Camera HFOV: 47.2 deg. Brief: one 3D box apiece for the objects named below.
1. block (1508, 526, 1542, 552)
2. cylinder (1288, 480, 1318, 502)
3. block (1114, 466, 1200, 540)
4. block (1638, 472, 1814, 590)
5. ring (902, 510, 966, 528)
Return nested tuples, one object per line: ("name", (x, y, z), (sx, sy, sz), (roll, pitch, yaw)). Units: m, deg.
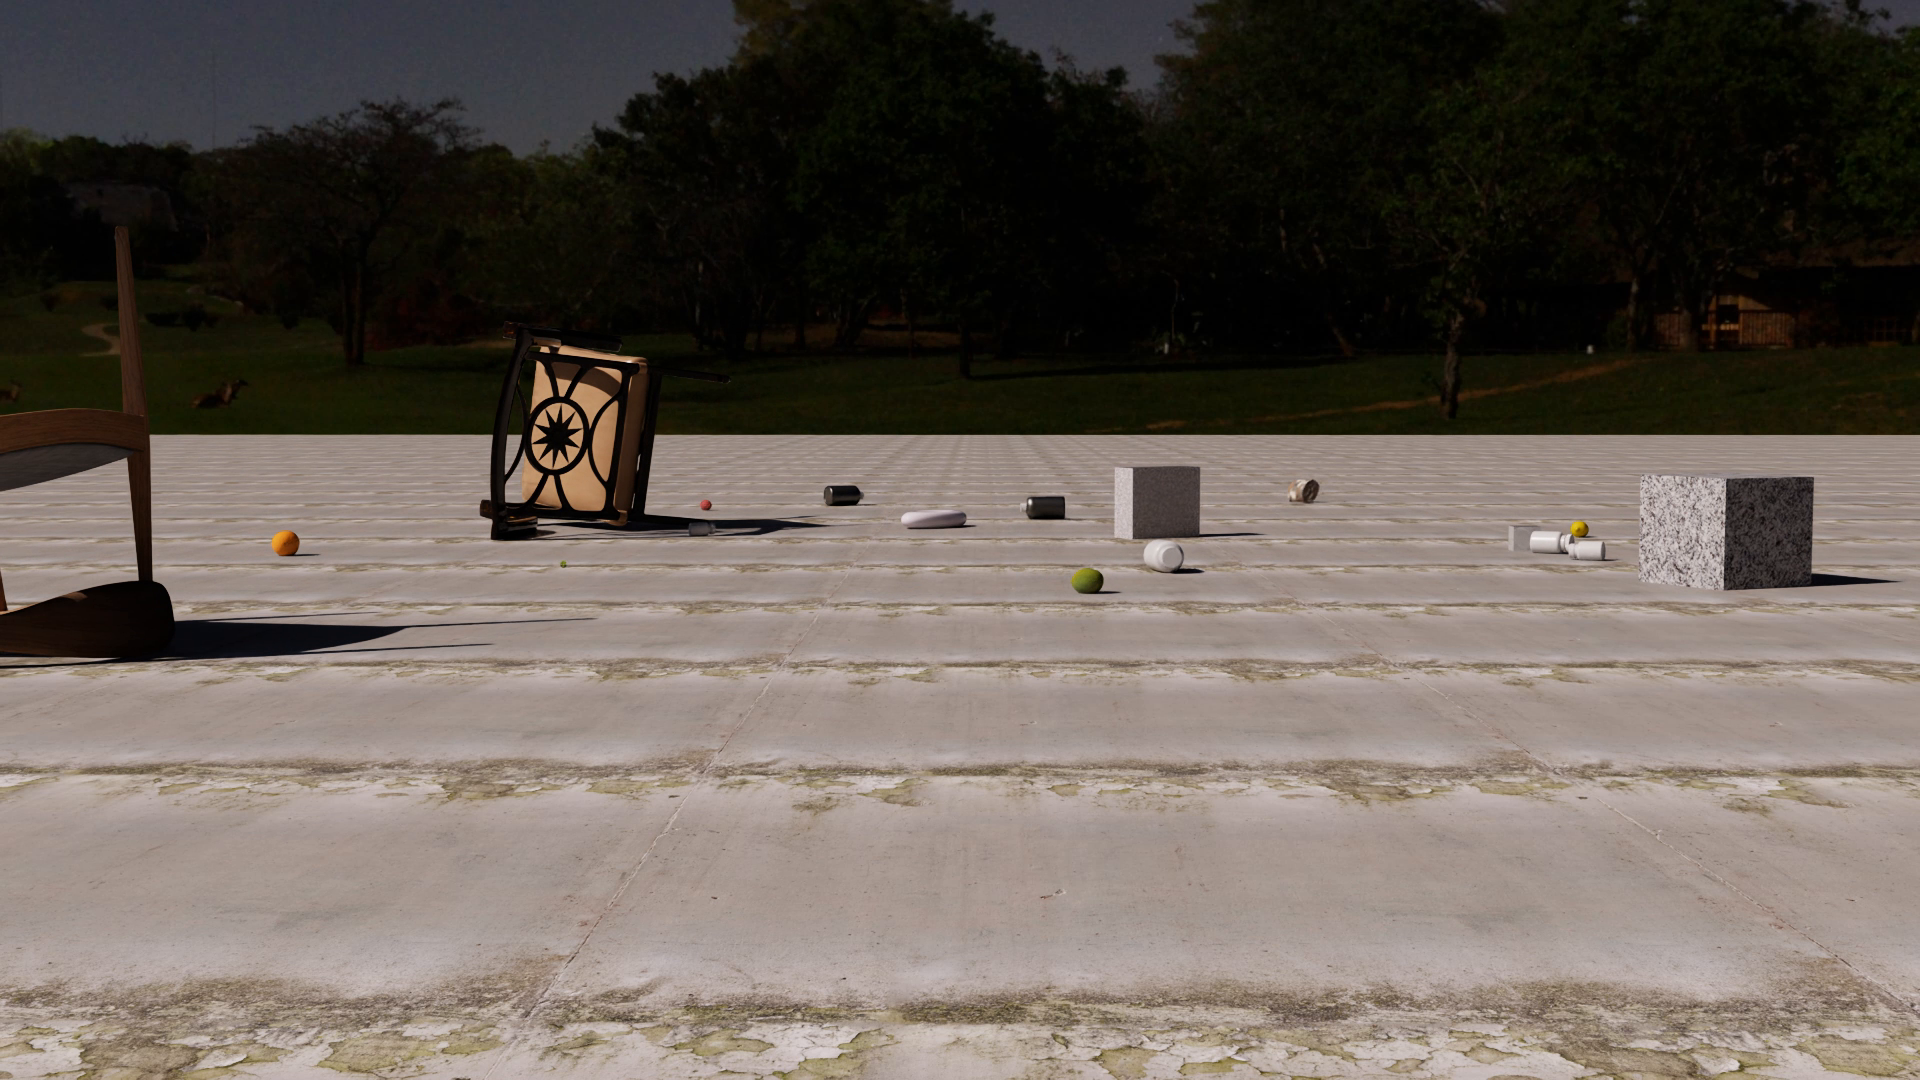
("block", (1.571, -0.005, 6.120), (0.075, 0.068, 0.056), (0, 4, 0))
("cylinder", (1.362, -0.194, 8.725), (0.100, 0.078, 0.082), (-49, 29, -24))
("block", (0.599, -0.115, 6.668), (0.244, 0.212, 0.098), (-2, 4, -29))
("block", (1.764, -0.024, 5.070), (0.263, 0.250, 0.269), (-2, 4, -25))
("ring", (-0.084, -0.068, 7.141), (0.138, 0.054, 0.274), (6, 6, 43))
